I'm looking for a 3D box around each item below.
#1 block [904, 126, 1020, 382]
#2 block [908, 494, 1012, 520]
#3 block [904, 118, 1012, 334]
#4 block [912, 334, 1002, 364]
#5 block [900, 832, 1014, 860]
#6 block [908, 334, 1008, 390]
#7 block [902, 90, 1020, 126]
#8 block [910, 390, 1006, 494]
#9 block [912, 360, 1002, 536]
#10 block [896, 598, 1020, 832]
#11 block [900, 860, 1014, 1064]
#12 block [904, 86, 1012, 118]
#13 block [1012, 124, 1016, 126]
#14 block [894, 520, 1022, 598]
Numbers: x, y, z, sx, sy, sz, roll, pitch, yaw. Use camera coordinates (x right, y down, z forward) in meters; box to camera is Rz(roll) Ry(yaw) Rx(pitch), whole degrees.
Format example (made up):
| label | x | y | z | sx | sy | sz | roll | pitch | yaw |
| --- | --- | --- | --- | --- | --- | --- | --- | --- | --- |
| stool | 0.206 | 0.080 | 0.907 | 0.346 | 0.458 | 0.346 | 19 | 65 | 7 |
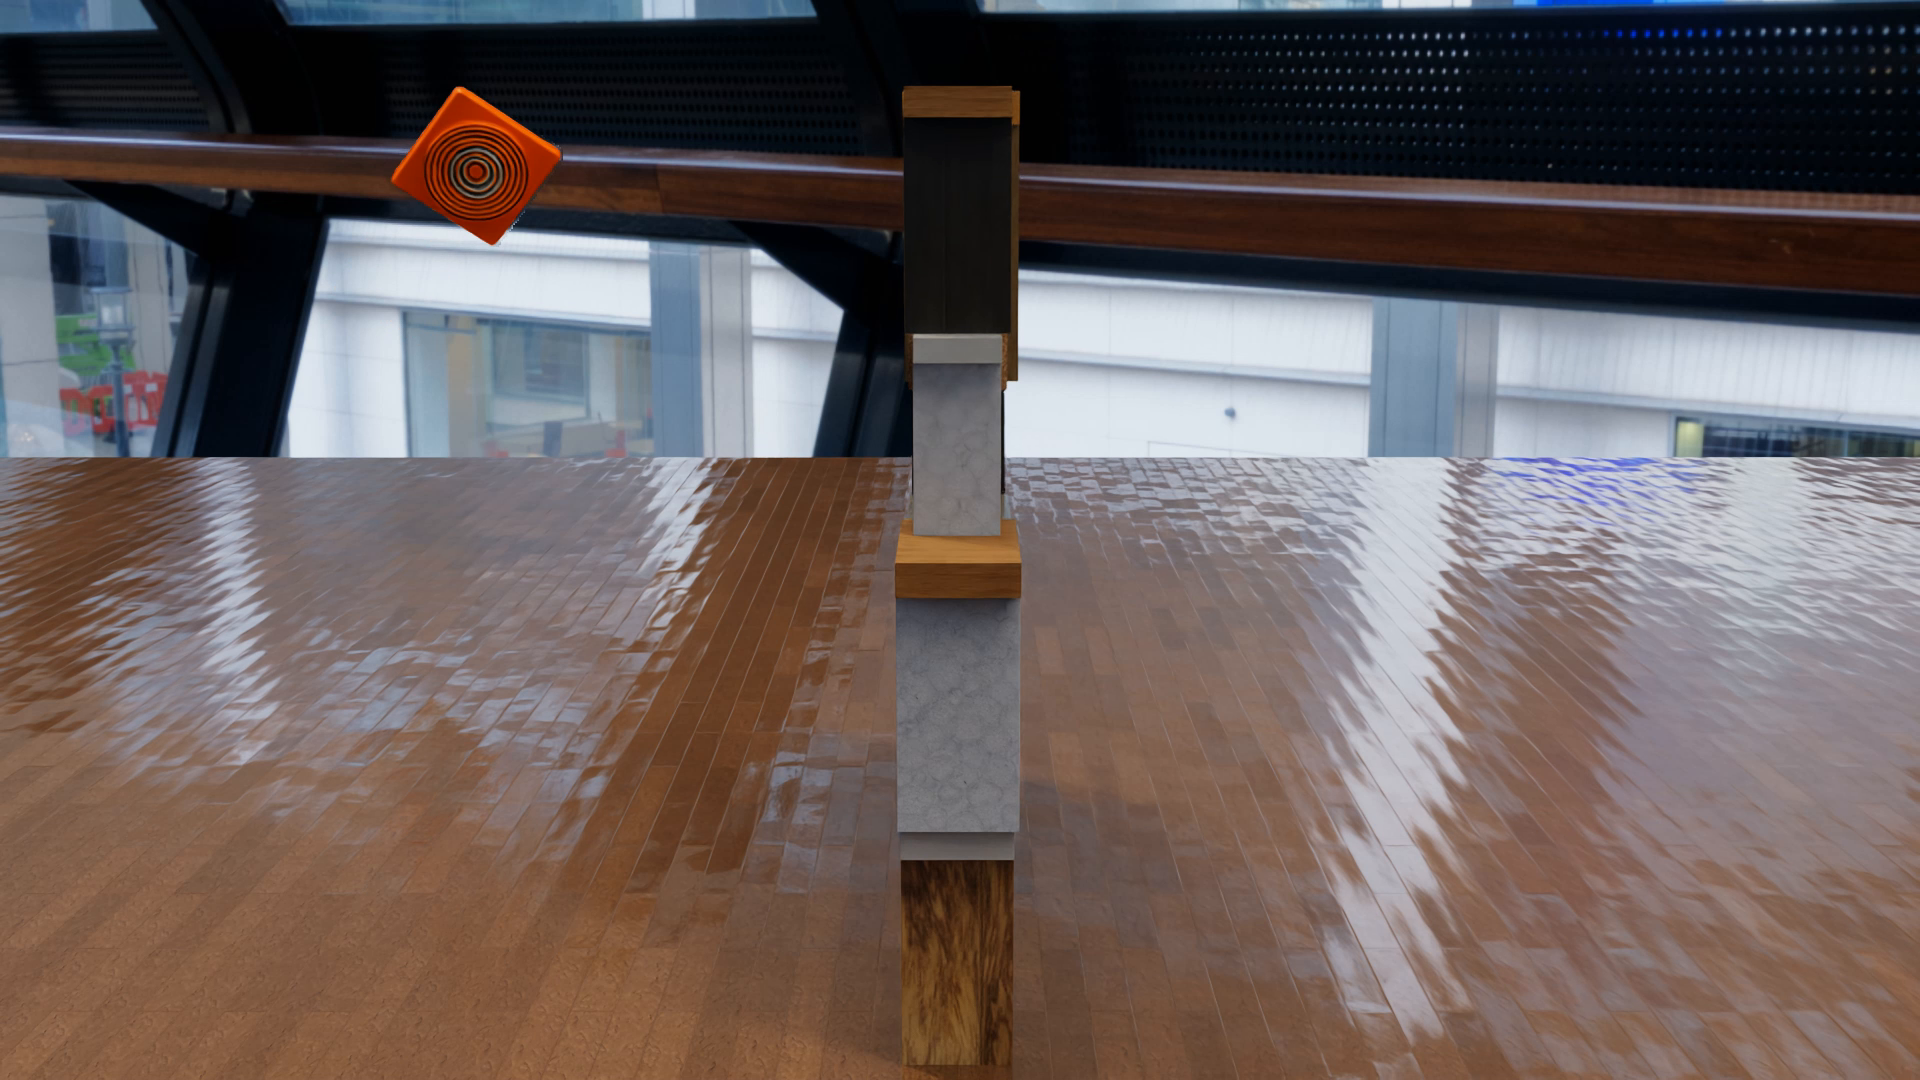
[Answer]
| label | x | y | z | sx | sy | sz | roll | pitch | yaw |
| --- | --- | --- | --- | --- | --- | --- | --- | --- | --- |
| block | 0.002 | -0.426 | 3.275 | 0.170 | 0.376 | 0.048 | 0 | 11 | 0 |
| block | -0.002 | -0.023 | 3.396 | 0.157 | 0.044 | 0.314 | 0 | 11 | 0 |
| block | -0.003 | -0.424 | 2.969 | 0.144 | 0.287 | 0.041 | 0 | 11 | -1 |
| block | -0.004 | -0.273 | 3.031 | 0.118 | 0.034 | 0.237 | 0 | 11 | 0 |
| block | -0.004 | 0.375 | 3.056 | 0.151 | 0.043 | 0.301 | 0 | 11 | 0 |
| block | -0.003 | -0.411 | 3.168 | 0.144 | 0.386 | 0.041 | 0 | 11 | 0 |
| block | 0.001 | -0.656 | 3.346 | 0.170 | 0.048 | 0.339 | 0 | 11 | 0 |
| block | -0.003 | -0.194 | 3.635 | 0.153 | 0.306 | 0.043 | -1 | 10 | -1 |
| block | -0.004 | -0.125 | 2.978 | 0.118 | 0.237 | 0.034 | 0 | 11 | 0 |
| block | -0.002 | 0.222 | 2.884 | 0.161 | 0.321 | 0.046 | 0 | 11 | 0 |
| block | -0.004 | 0.563 | 2.989 | 0.151 | 0.301 | 0.043 | 0 | 11 | 0 |
| block | -0.003 | -0.603 | 3.034 | 0.144 | 0.041 | 0.287 | 0 | 10 | 0 |
| block | 0.004 | -0.488 | 3.496 | 0.170 | 0.339 | 0.048 | -1 | 11 | 0 |
| block | -0.002 | 0.022 | 2.956 | 0.161 | 0.046 | 0.321 | 0 | 11 | 0 |
